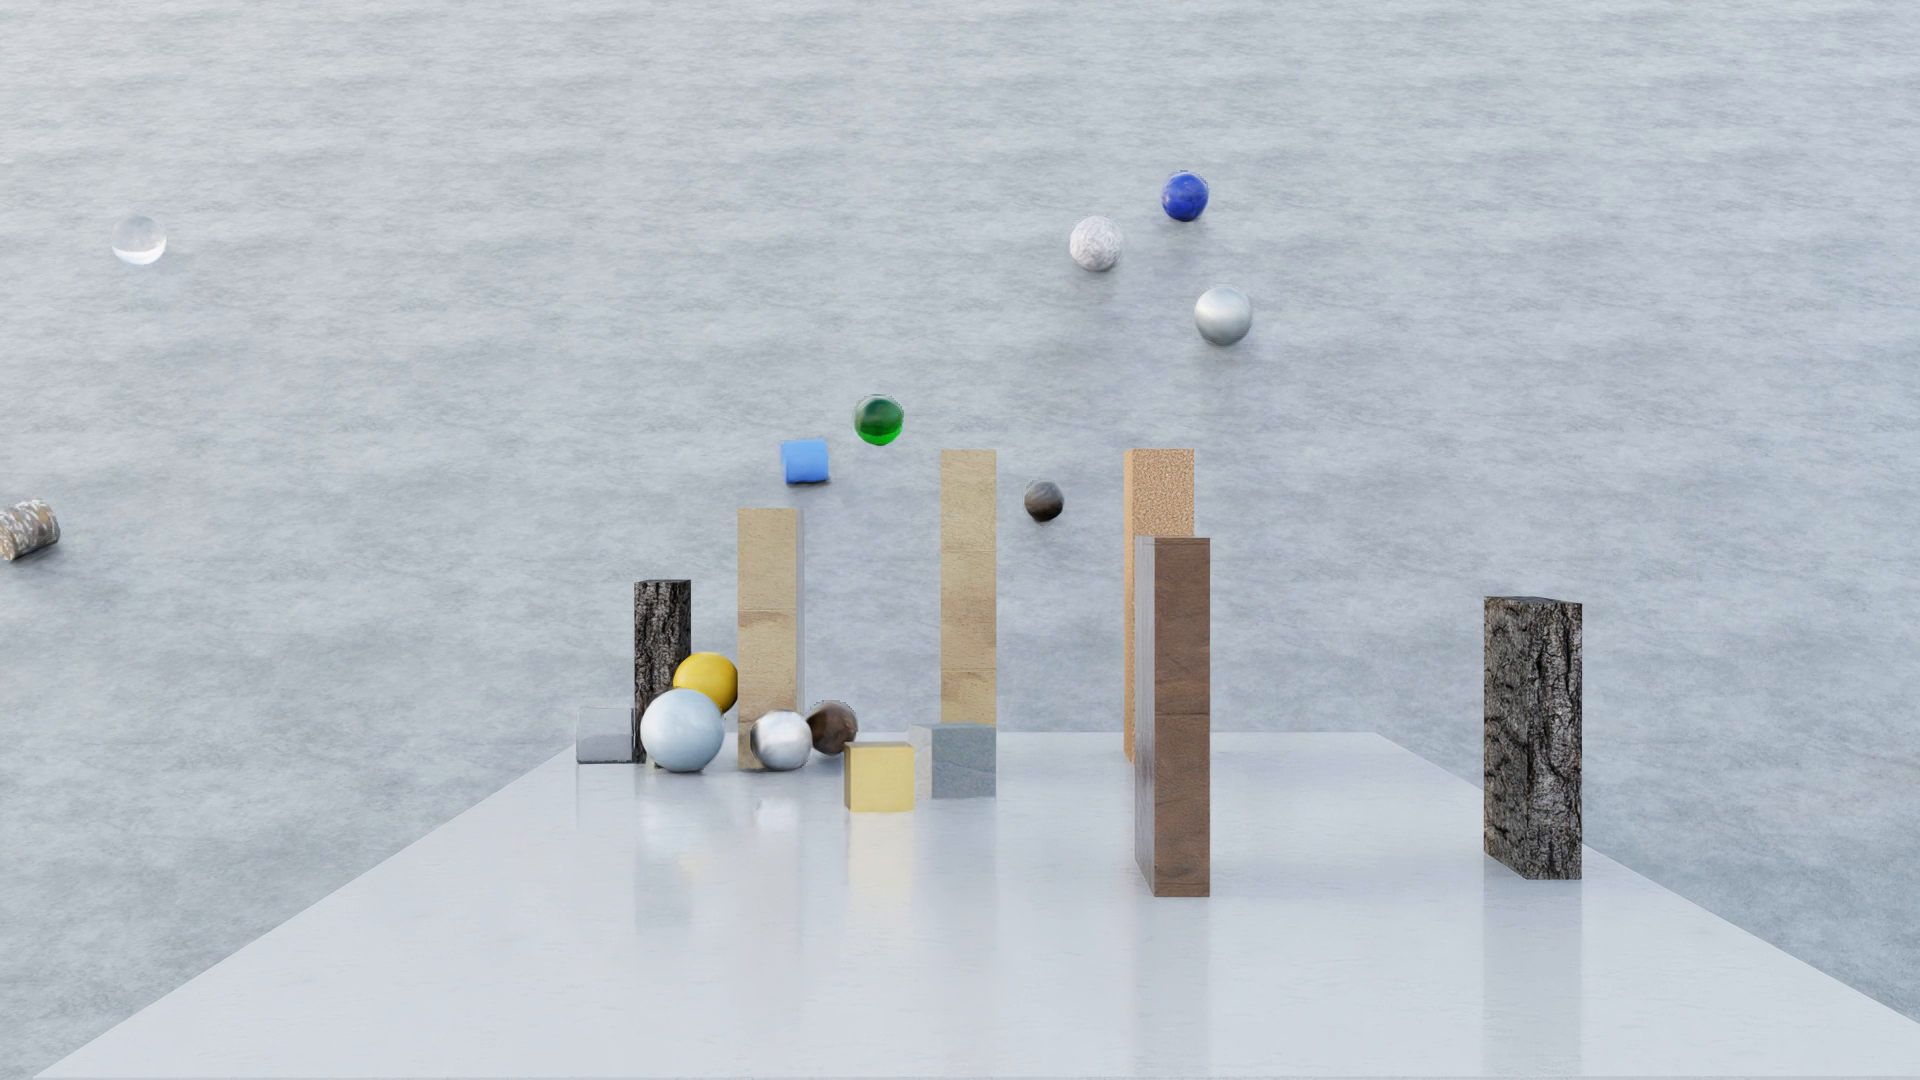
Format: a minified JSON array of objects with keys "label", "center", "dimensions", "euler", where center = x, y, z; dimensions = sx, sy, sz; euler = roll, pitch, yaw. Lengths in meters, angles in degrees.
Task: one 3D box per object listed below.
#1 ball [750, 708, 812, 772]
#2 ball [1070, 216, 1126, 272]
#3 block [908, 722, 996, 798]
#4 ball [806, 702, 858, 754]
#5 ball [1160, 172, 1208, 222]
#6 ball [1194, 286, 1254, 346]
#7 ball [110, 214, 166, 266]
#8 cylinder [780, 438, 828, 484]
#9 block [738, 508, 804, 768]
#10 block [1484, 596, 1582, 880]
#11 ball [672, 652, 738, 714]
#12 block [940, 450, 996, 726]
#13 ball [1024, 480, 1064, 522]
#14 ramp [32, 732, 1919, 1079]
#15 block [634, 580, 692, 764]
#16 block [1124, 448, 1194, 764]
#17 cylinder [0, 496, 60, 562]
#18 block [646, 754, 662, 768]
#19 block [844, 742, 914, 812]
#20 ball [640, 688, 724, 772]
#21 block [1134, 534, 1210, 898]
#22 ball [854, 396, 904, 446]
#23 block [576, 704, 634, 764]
[{"label":"ball","center":[-0.390,0.436,5.631],"dimensions":[0.137,0.137,0.137],"euler":[0,28,0]},{"label":"ball","center":[0.509,-1.097,9.570],"dimensions":[0.205,0.205,0.205],"euler":[0,28,0]},{"label":"block","center":[-0.017,0.441,5.192],"dimensions":[0.137,0.137,0.137],"euler":[0,1,-21]},{"label":"ball","center":[-0.300,0.438,6.016],"dimensions":[0.123,0.123,0.123],"euler":[0,28,0]},{"label":"ball","center":[0.871,-1.332,10.031],"dimensions":[0.187,0.187,0.187],"euler":[0,28,0]},{"label":"ball","center":[0.914,-0.778,8.969],"dimensions":[0.206,0.206,0.206],"euler":[0,28,0]},{"label":"ball","center":[-3.059,-1.118,9.621],"dimensions":[0.195,0.195,0.195],"euler":[0,28,0]},{"label":"cylinder","center":[-0.483,-0.245,8.039],"dimensions":[0.130,0.130,0.130],"euler":[-5,28,-10]},{"label":"block","center":[-0.426,0.215,5.849],"dimensions":[0.129,0.574,0.305],"euler":[0,1,0]},{"label":"block","center":[0.916,0.309,4.145],"dimensions":[0.085,0.426,0.327],"euler":[0,1,0]},{"label":"ball","center":[-0.566,0.324,5.776],"dimensions":[0.151,0.151,0.151],"euler":[0,28,0]},{"label":"block","center":[0.018,0.156,5.618],"dimensions":[0.118,0.698,0.281],"euler":[0,1,0]},{"label":"ball","center":[0.255,-0.118,7.815],"dimensions":[0.122,0.122,0.122],"euler":[0,28,0]},{"label":"ramp","center":[0.063,0.567,4.607],"dimensions":[2.000,0.100,4.000],"euler":[0,1,0]},{"label":"block","center":[-0.683,0.298,5.949],"dimensions":[0.099,0.406,0.278],"euler":[0,1,0]},{"label":"block","center":[0.456,0.147,5.945],"dimensions":[0.138,0.706,0.297],"euler":[0,1,0]},{"label":"cylinder","center":[-2.764,-0.033,7.624],"dimensions":[0.147,0.147,0.147],"euler":[23,37,36]},{"label":"block","center":[-0.638,0.450,5.755],"dimensions":[0.107,0.107,0.107],"euler":[0,1,-17]},{"label":"block","center":[-0.156,0.452,4.947],"dimensions":[0.121,0.121,0.121],"euler":[0,1,-9]},{"label":"ball","center":[-0.603,0.414,5.614],"dimensions":[0.182,0.182,0.182],"euler":[0,28,0]},{"label":"block","center":[0.327,0.259,4.014],"dimensions":[0.082,0.530,0.423],"euler":[0,1,0]},{"label":"ball","center":[-0.261,-0.382,8.273],"dimensions":[0.158,0.158,0.158],"euler":[0,28,0]},{"label":"block","center":[-0.806,0.440,5.861],"dimensions":[0.124,0.124,0.124],"euler":[0,1,-12]}]
